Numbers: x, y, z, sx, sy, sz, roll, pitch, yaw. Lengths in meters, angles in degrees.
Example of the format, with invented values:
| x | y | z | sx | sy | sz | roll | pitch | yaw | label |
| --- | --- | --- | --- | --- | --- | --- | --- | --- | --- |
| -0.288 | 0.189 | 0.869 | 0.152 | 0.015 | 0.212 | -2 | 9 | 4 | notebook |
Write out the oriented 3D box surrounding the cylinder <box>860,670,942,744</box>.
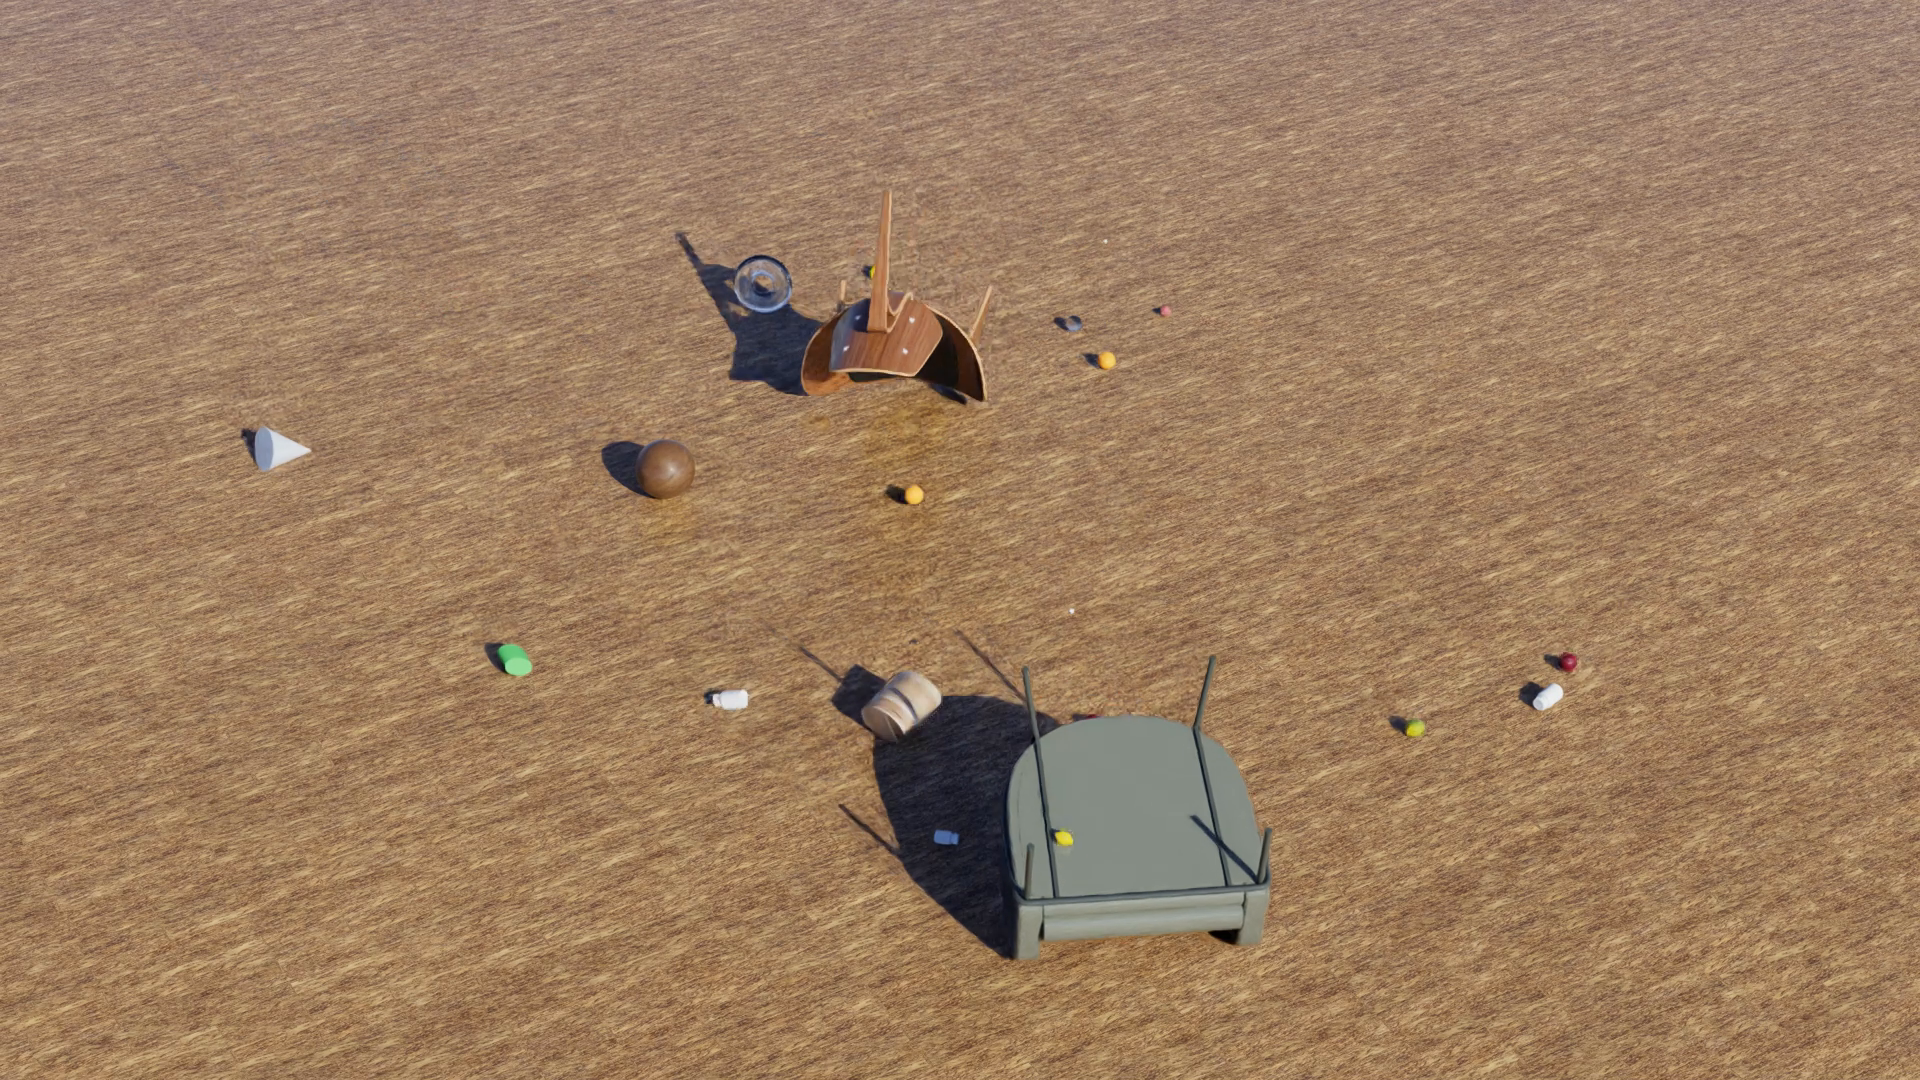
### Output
| x | y | z | sx | sy | sz | roll | pitch | yaw | label |
| --- | --- | --- | --- | --- | --- | --- | --- | --- | --- |
| -0.198 | 0.562 | 9.907 | 0.201 | 0.155 | 0.198 | 16 | 48 | 42 | cylinder |

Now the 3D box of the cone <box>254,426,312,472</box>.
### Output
| x | y | z | sx | sy | sz | roll | pitch | yaw | label |
| --- | --- | --- | --- | --- | --- | --- | --- | --- | --- |
| -2.613 | -0.350 | 11.405 | 0.209 | 0.182 | 0.151 | 1 | -19 | -42 | cone |

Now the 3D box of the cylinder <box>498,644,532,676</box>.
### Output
| x | y | z | sx | sy | sz | roll | pitch | yaw | label |
| --- | --- | --- | --- | --- | --- | --- | --- | --- | --- |
| -1.555 | 0.419 | 10.233 | 0.105 | 0.072 | 0.087 | 20 | 18 | -36 | cylinder |

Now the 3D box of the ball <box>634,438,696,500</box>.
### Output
| x | y | z | sx | sy | sz | roll | pitch | yaw | label |
| --- | --- | --- | --- | --- | --- | --- | --- | --- | --- |
| -1.120 | -0.270 | 11.146 | 0.230 | 0.230 | 0.230 | 0 | 33 | 0 | ball |

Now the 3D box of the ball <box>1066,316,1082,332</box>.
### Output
| x | y | z | sx | sy | sz | roll | pitch | yaw | label |
| --- | --- | --- | --- | --- | --- | --- | --- | --- | --- |
| 0.476 | -0.906 | 12.256 | 0.069 | 0.069 | 0.069 | 0 | 33 | 0 | ball |

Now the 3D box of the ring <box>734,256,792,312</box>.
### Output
| x | y | z | sx | sy | sz | roll | pitch | yaw | label |
| --- | --- | --- | --- | --- | --- | --- | --- | --- | --- |
| -0.831 | -1.079 | 12.358 | 0.250 | 0.256 | 0.051 | -22 | 18 | 15 | ring |
